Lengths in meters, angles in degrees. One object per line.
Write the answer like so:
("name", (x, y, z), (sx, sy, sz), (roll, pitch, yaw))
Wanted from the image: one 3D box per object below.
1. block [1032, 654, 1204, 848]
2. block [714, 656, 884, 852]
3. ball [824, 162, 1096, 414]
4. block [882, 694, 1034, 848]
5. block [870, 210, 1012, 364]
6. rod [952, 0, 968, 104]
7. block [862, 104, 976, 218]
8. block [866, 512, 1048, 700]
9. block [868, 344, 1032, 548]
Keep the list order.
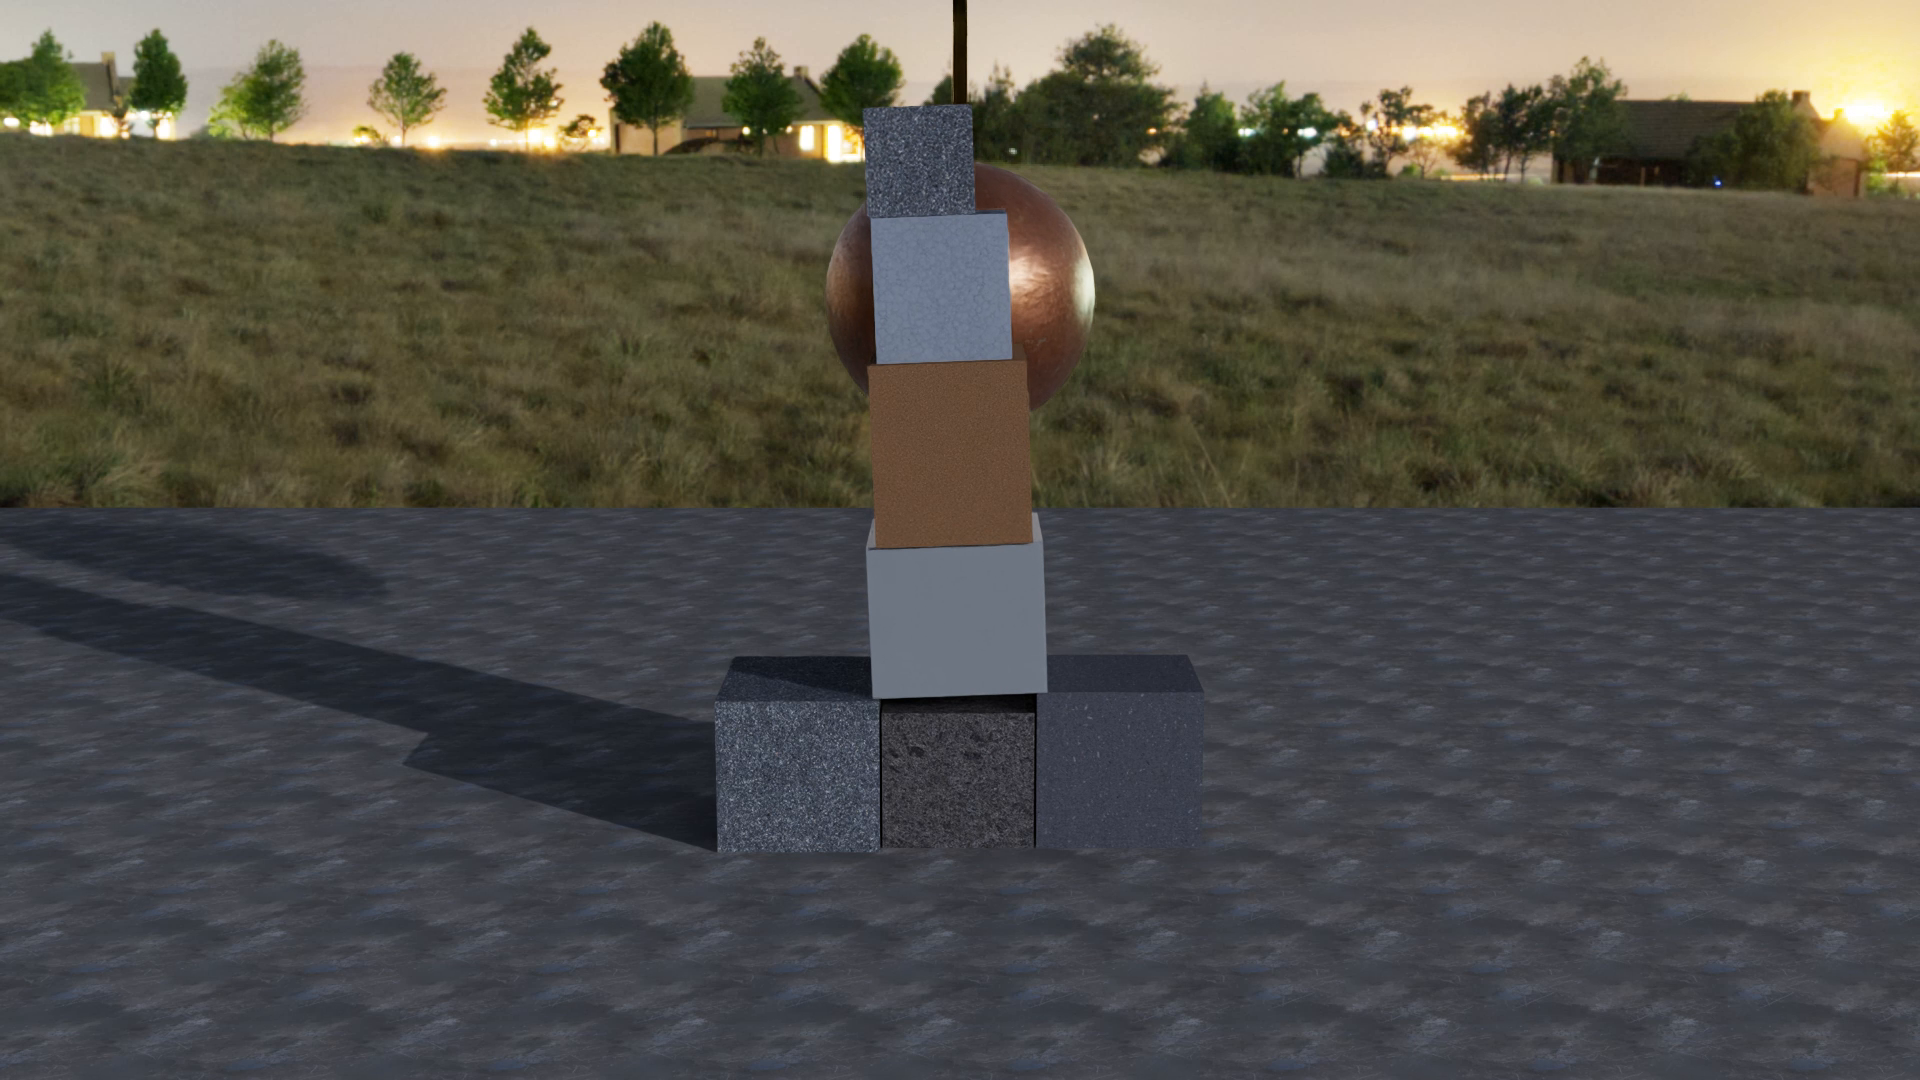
("block", (0.796, 1.080, 11.373), (0.830, 0.807, 0.809), (0, 10, 0))
("block", (-0.805, 1.092, 11.388), (0.811, 0.776, 0.961), (0, 10, 0))
("ball", (0.000, -1.432, 13.028), (1.600, 1.600, 1.600), (0, 10, 0))
("block", (-0.009, 1.131, 11.395), (0.761, 0.697, 0.821), (0, 10, 0))
("block", (-0.089, -1.267, 10.914), (0.657, 0.699, 0.652), (-2, 10, 0))
("rod", (0.000, -4.360, 11.301), (0.080, 5.200, 0.080), (0, 31, 0))
("block", (-0.193, -1.857, 10.774), (0.519, 0.521, 0.543), (-2, 10, 1))
("block", (-0.013, 0.321, 11.238), (0.867, 0.763, 0.845), (-2, 10, 0))
("block", (-0.043, -0.490, 11.082), (0.766, 0.891, 0.891), (-2, 10, 0))
